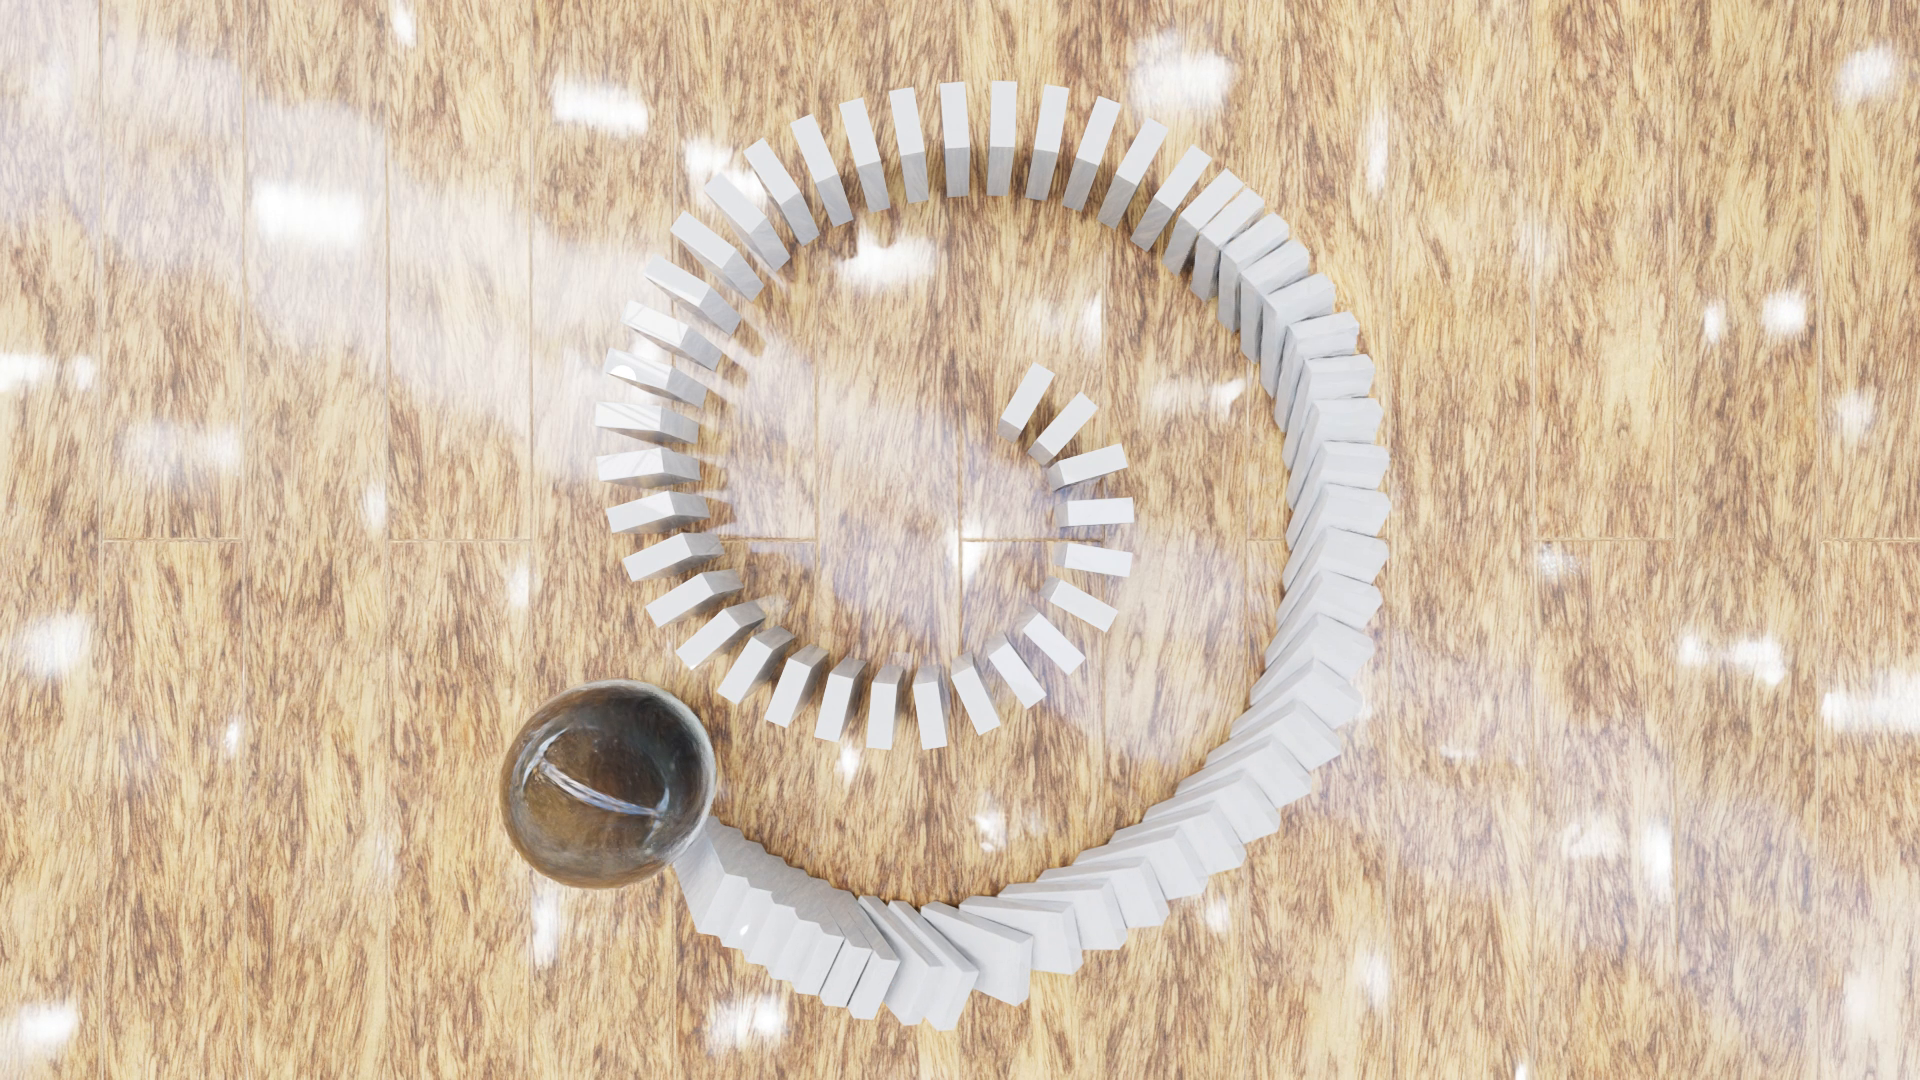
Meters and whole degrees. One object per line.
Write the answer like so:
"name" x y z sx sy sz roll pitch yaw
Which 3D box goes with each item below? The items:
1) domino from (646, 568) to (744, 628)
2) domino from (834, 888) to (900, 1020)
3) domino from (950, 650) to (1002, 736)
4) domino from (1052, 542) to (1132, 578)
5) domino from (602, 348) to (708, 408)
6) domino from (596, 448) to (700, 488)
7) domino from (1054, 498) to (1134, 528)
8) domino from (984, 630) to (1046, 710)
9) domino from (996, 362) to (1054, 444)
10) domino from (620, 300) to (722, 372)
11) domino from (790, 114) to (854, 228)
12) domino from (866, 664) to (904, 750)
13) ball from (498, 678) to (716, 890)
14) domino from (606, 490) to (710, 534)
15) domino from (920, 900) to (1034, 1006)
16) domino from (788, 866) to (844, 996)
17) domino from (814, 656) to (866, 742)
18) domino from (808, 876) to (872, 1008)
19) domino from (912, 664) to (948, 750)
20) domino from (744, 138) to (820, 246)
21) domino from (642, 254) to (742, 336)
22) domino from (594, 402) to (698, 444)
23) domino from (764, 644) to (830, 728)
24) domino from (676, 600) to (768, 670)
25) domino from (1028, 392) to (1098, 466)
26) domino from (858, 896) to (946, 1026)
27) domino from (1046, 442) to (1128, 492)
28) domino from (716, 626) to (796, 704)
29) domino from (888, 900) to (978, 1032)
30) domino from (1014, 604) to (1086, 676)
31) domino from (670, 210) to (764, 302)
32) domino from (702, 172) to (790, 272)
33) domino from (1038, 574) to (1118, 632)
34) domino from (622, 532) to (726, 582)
"domino" -0.107 0.023 0.375 0.025 0.050 0.009 -31 90 0
"domino" -0.044 0.169 0.376 0.010 0.050 0.025 25 90 -33
"domino" 0.006 0.061 0.375 0.009 0.050 0.025 -25 90 0
"domino" 0.053 0.008 0.375 0.025 0.050 0.009 9 90 0
"domino" -0.123 -0.065 0.375 0.025 0.050 0.009 16 90 0
"domino" -0.126 -0.029 0.375 0.025 0.050 0.010 -8 90 0
"domino" 0.054 -0.011 0.375 0.025 0.050 0.010 -3 90 0
"domino" 0.022 0.052 0.375 0.009 0.050 0.025 -36 90 0
"domino" 0.026 -0.055 0.375 0.009 0.050 0.025 30 90 0
"domino" -0.117 -0.083 0.375 0.025 0.050 0.010 24 90 0
"domino" -0.056 -0.150 0.375 0.010 0.050 0.025 -23 90 0
"domino" -0.030 0.067 0.375 0.009 0.050 0.025 5 90 0
"ball" -0.137 0.095 0.360 0.080 0.080 0.080 0 90 0
"domino" -0.122 -0.011 0.375 0.025 0.050 0.010 -17 90 0
"domino" 0.006 0.171 0.382 0.050 0.009 0.025 5 90 35
"domino" -0.065 0.159 0.376 0.010 0.050 0.025 25 90 -30
"domino" -0.048 0.064 0.375 0.009 0.050 0.025 14 90 0
"domino" -0.055 0.164 0.376 0.009 0.050 0.025 25 90 -32
"domino" -0.011 0.067 0.375 0.009 0.050 0.025 -9 90 0
"domino" -0.072 -0.141 0.375 0.010 0.050 0.025 -35 90 0
"domino" -0.108 -0.099 0.375 0.025 0.050 0.009 30 90 0
"domino" -0.127 -0.047 0.375 0.025 0.050 0.009 4 90 0
"domino" -0.066 0.058 0.375 0.009 0.050 0.025 22 90 0
"domino" -0.096 0.038 0.375 0.025 0.050 0.009 -41 90 0
"domino" 0.041 -0.044 0.375 0.010 0.050 0.025 42 90 0
"domino" -0.029 0.172 0.378 0.010 0.050 0.025 24 90 -43
"domino" 0.051 -0.029 0.375 0.025 0.050 0.009 -16 90 0
"domino" -0.082 0.050 0.375 0.010 0.050 0.025 33 90 0
"domino" -0.016 0.174 0.378 0.010 0.050 0.025 24 90 -43
"domino" 0.036 0.040 0.375 0.025 0.050 0.010 44 90 0
"domino" -0.098 -0.115 0.375 0.025 0.050 0.010 37 90 0
"domino" -0.086 -0.129 0.375 0.025 0.050 0.009 45 90 0
"domino" 0.047 0.025 0.375 0.025 0.050 0.010 29 90 0
"domino" -0.116 0.007 0.375 0.025 0.050 0.009 -24 90 0
